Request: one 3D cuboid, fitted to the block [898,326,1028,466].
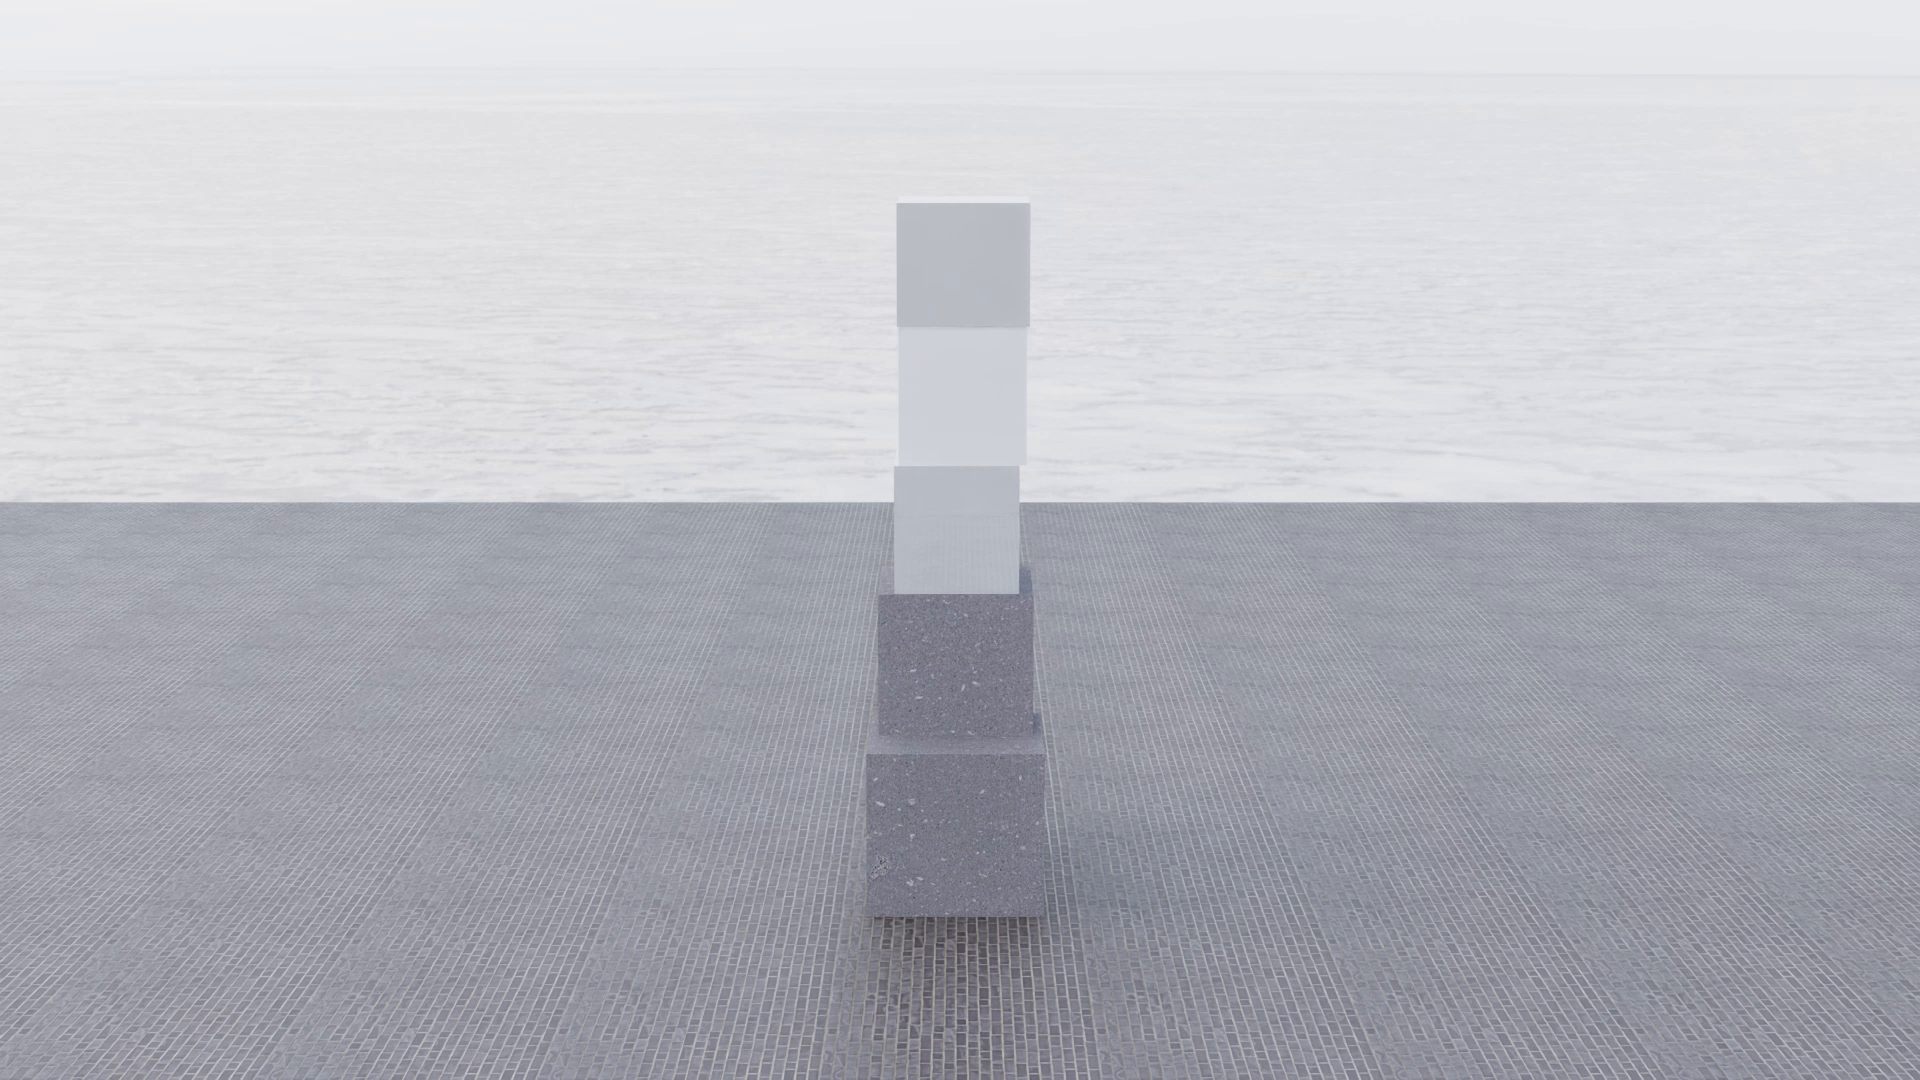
[{"bbox_3d":[0.011,-0.654,11.061,0.541,0.587,0.550,0,10,0],"label":"block"}]

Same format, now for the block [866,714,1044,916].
[{"bbox_3d":[-0.019,1.179,11.104,0.745,0.708,0.701,0,10,0],"label":"block"}]

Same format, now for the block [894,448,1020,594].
[{"bbox_3d":[-0.014,-0.096,11.163,0.531,0.549,0.617,0,10,0],"label":"block"}]

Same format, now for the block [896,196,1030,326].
[{"bbox_3d":[0.014,-1.196,10.963,0.556,0.514,0.568,0,10,0],"label":"block"}]

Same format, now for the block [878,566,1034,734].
[{"bbox_3d":[-0.018,0.477,11.267,0.663,0.615,0.637,0,10,0],"label":"block"}]
